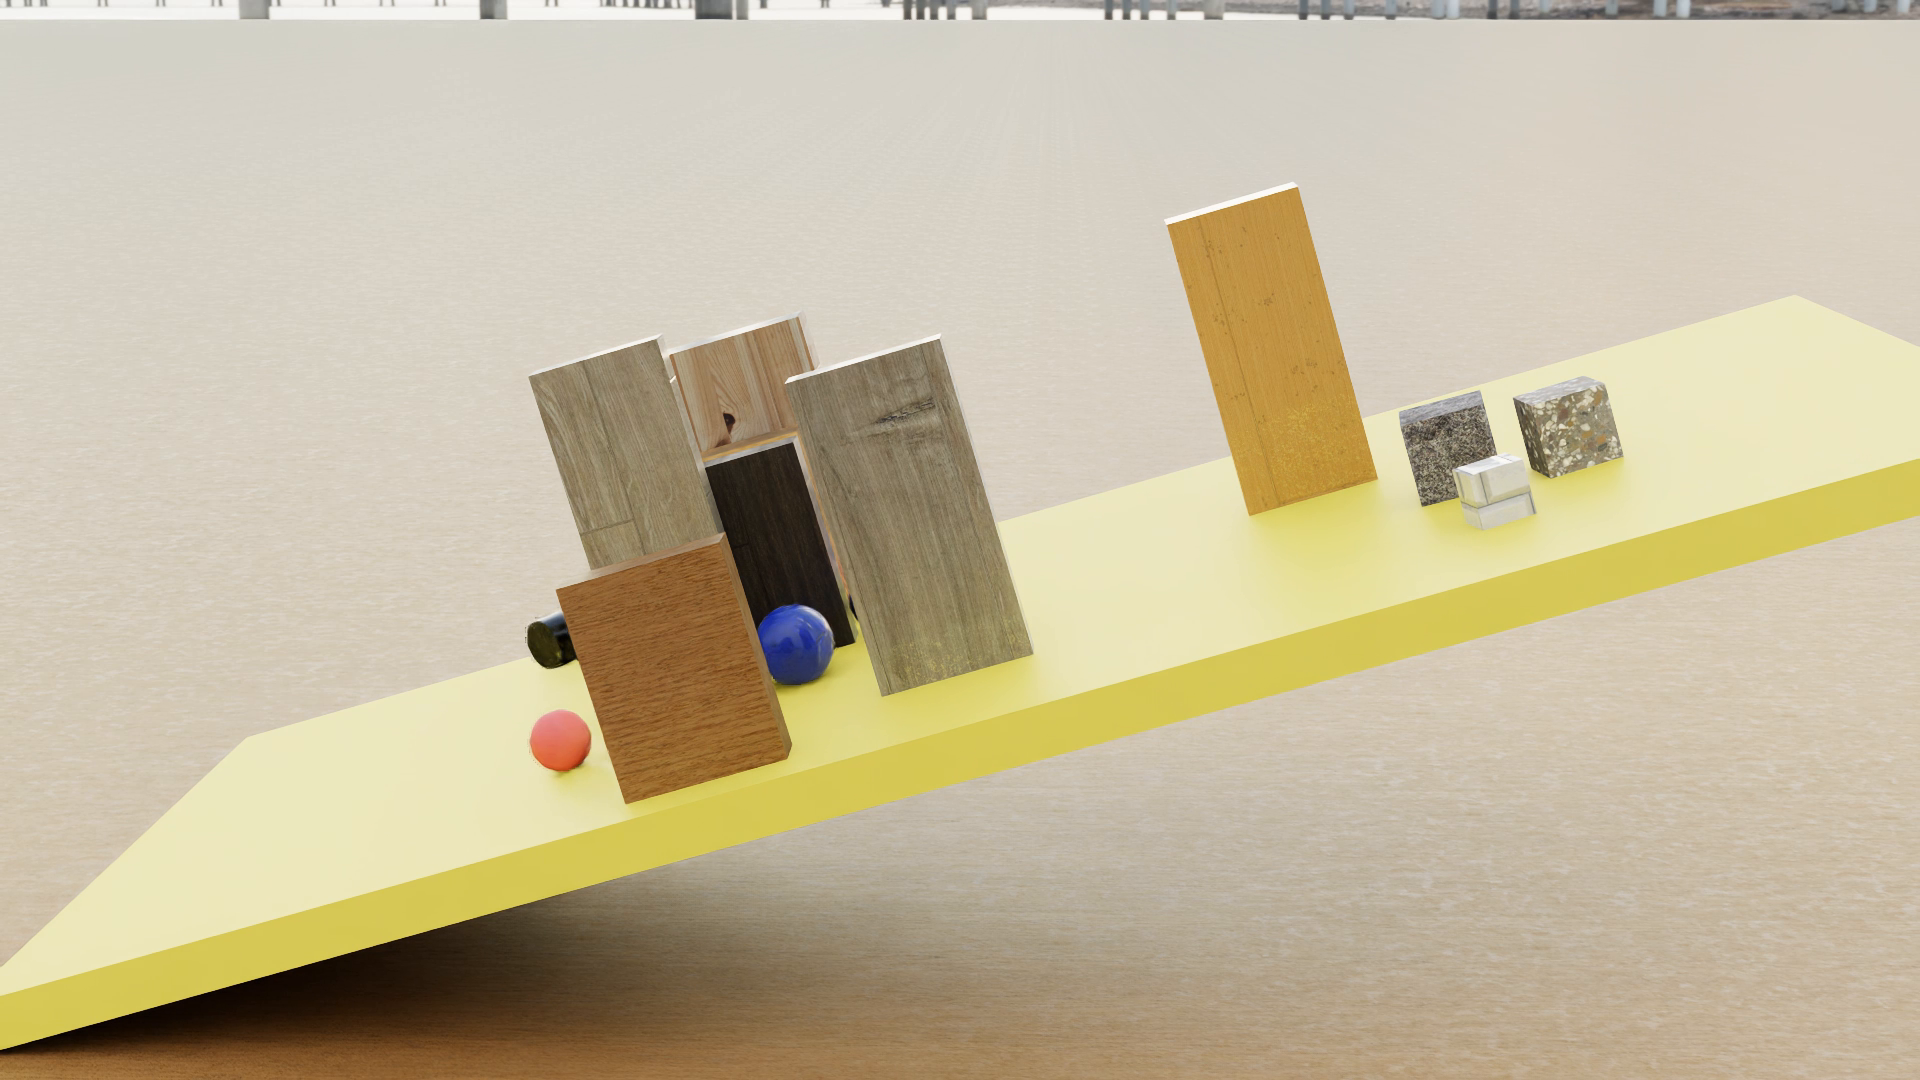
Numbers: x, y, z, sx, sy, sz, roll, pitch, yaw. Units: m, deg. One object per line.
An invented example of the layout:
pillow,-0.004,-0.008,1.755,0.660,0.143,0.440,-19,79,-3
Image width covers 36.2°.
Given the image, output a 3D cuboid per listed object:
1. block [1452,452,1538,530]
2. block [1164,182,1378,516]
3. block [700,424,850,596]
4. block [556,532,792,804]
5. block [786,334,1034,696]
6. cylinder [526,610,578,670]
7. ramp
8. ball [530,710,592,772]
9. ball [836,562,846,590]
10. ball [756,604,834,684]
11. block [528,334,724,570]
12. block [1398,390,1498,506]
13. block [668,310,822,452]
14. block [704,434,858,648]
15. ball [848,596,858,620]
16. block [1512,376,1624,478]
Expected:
block,1.033,-0.094,5.686,0.110,0.110,0.110,-18,10,-5
block,0.681,-0.418,6.443,0.292,0.664,0.136,-16,10,5
block,-0.454,-0.026,6.884,0.290,0.418,0.128,-16,10,5
block,-0.533,0.240,5.514,0.318,0.428,0.108,-16,10,5
block,-0.095,-0.047,5.734,0.310,0.645,0.081,-16,10,5
cylinder,-0.965,0.235,7.152,0.125,0.125,0.125,10,25,42
ramp,0.091,0.187,6.320,4.000,0.100,2.000,-16,10,5
ball,-0.807,0.406,5.949,0.124,0.124,0.124,0,11,0
ball,-0.352,0.110,6.621,0.195,0.195,0.195,0,11,0
ball,-0.343,0.216,6.102,0.166,0.166,0.166,0,11,0
block,-0.640,-0.017,6.110,0.277,0.771,0.090,-16,10,5
block,1.013,-0.190,6.062,0.174,0.174,0.174,-15,10,10
block,-0.487,-0.176,7.081,0.419,0.652,0.149,-16,10,5
block,-0.491,0.055,6.385,0.421,0.457,0.101,-16,10,5
ball,-0.181,0.132,6.418,0.125,0.125,0.125,0,11,0
block,1.234,-0.230,5.976,0.154,0.154,0.154,-17,10,-1
